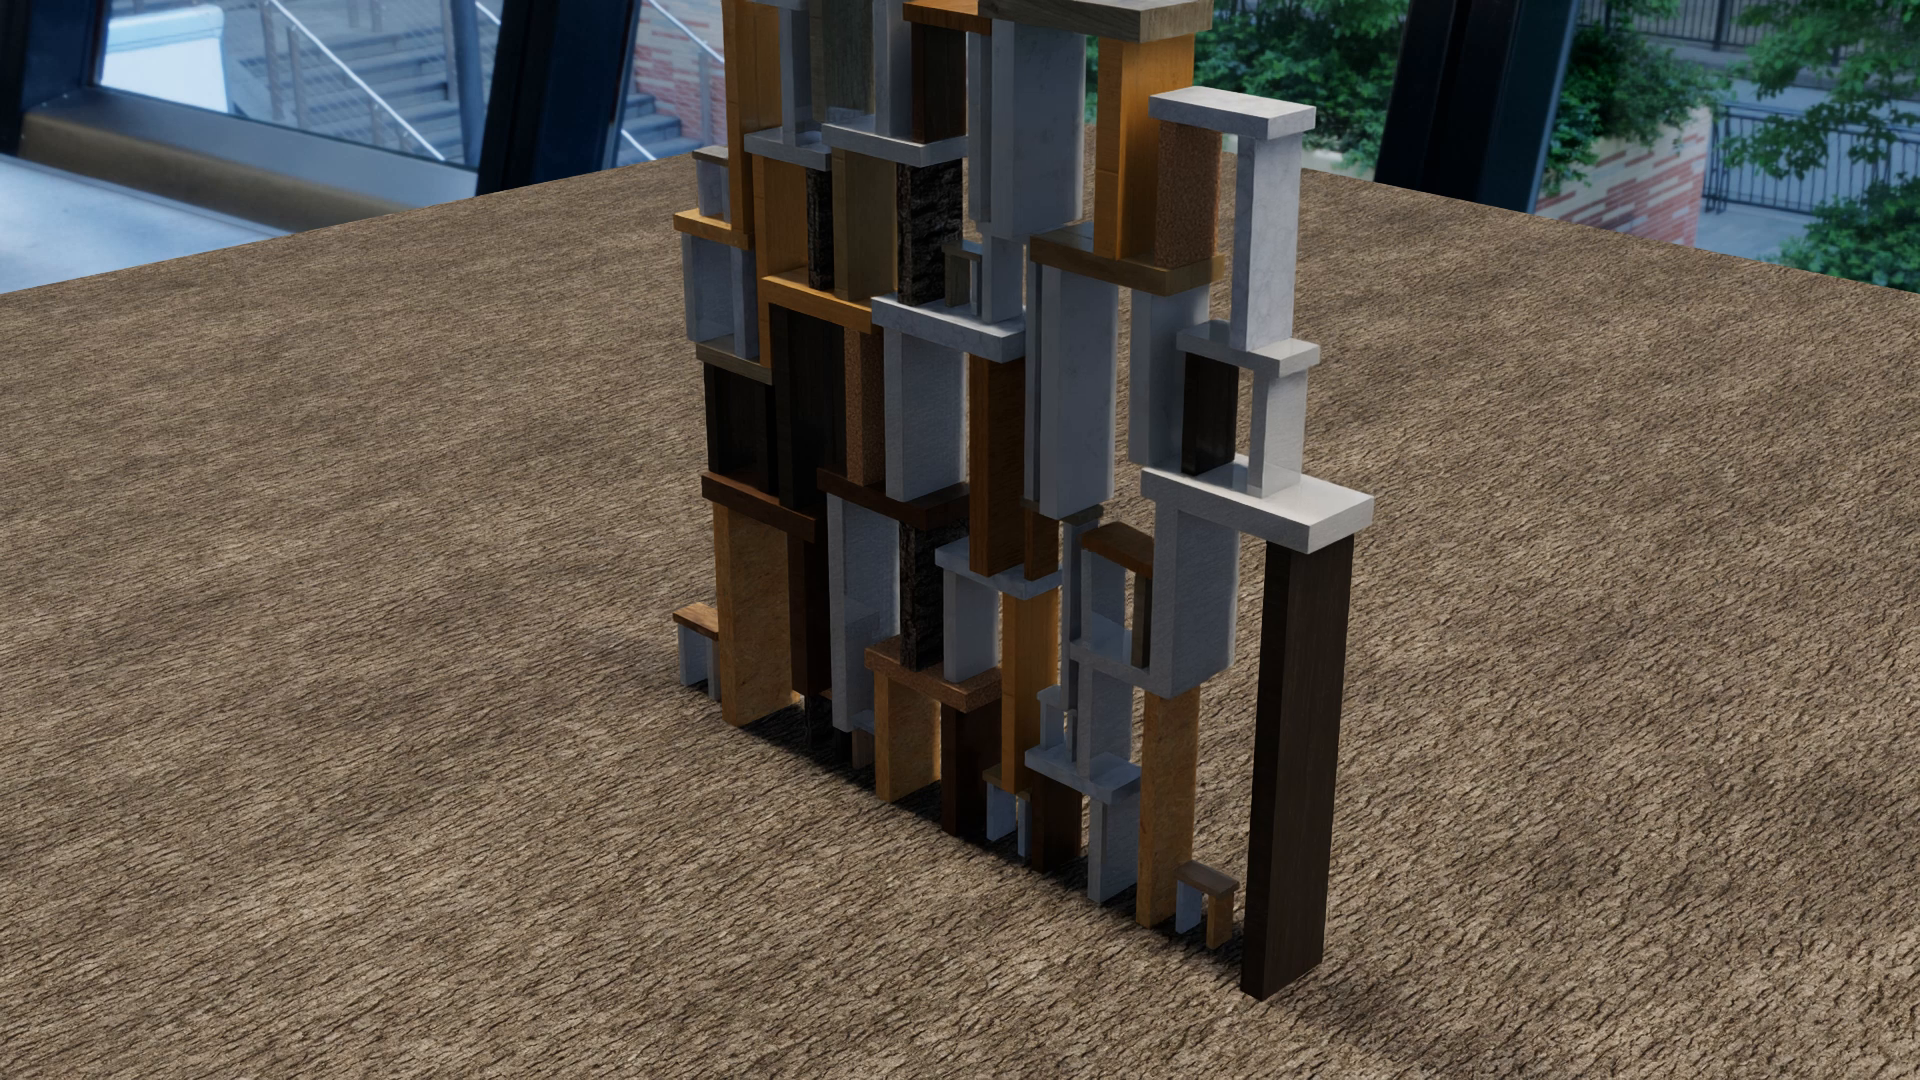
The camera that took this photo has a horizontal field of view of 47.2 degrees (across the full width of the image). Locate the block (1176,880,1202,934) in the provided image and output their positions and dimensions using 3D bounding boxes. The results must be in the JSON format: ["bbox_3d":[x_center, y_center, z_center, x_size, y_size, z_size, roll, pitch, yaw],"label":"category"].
[{"bbox_3d":[0.422,0.666,4.051,0.016,0.110,0.055,21,31,41],"label":"block"}]

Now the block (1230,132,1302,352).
[{"bbox_3d":[0.484,-0.478,3.484,0.120,0.343,0.034,-21,30,-41],"label":"block"}]

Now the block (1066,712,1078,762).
[{"bbox_3d":[0.223,0.364,4.135,0.014,0.101,0.050,21,31,41],"label":"block"}]

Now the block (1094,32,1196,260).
[{"bbox_3d":[0.303,-0.656,3.619,0.179,0.358,0.051,-21,31,-41],"label":"block"}]

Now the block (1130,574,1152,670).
[{"bbox_3d":[0.345,0.132,3.898,0.025,0.178,0.089,22,31,40],"label":"block"}]

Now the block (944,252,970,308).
[{"bbox_3d":[-0.005,-0.480,4.026,0.051,0.102,0.014,-21,31,-40],"label":"block"}]

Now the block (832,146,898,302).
[{"bbox_3d":[-0.178,-0.607,4.154,0.037,0.291,0.132,21,31,41],"label":"block"}]

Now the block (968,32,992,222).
[{"bbox_3d":[0.063,-0.729,3.847,0.106,0.327,0.030,-21,31,-40],"label":"block"}]

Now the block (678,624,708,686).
[{"bbox_3d":[-0.600,0.248,4.981,0.022,0.152,0.076,21,31,41],"label":"block"}]

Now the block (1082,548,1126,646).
[{"bbox_3d":[0.259,0.094,3.978,0.089,0.178,0.025,-17,23,-41],"label":"block"}]

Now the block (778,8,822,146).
[{"bbox_3d":[-0.278,-0.883,4.157,0.128,0.256,0.036,-21,31,-40],"label":"block"}]

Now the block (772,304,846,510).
[{"bbox_3d":[-0.296,-0.282,4.422,0.045,0.427,0.158,21,31,41],"label":"block"}]

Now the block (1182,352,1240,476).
[{"bbox_3d":[0.418,-0.222,3.669,0.106,0.211,0.030,-21,31,-41],"label":"block"}]

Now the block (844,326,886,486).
[{"bbox_3d":[-0.148,-0.276,4.264,0.045,0.315,0.158,21,31,41],"label":"block"}]

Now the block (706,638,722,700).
[{"bbox_3d":[-0.528,0.276,4.915,0.022,0.152,0.076,21,31,41],"label":"block"}]

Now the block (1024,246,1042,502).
[{"bbox_3d":[0.153,-0.302,3.926,0.023,0.473,0.081,21,31,41],"label":"block"}]

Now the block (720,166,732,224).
[{"bbox_3d":[-0.449,-0.698,4.413,0.058,0.116,0.016,-22,33,-39],"label":"block"}]

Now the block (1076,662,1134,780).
[{"bbox_3d":[0.269,0.318,4.073,0.033,0.234,0.117,21,31,41],"label":"block"}]

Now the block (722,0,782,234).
[{"bbox_3d":[-0.397,-0.839,4.310,0.036,0.458,0.128,20,30,39],"label":"block"}]

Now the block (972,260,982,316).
[{"bbox_3d":[0.043,-0.461,3.982,0.051,0.102,0.014,-21,31,-40],"label":"block"}]

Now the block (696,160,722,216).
[{"bbox_3d":[-0.505,-0.720,4.464,0.058,0.116,0.016,-23,33,-39],"label":"block"}]

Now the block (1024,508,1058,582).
[{"bbox_3d":[0.151,-0.001,4.053,0.071,0.141,0.020,-21,31,-40],"label":"block"}]

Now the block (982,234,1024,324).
[{"bbox_3d":[0.076,-0.475,3.937,0.081,0.163,0.023,-21,31,-40],"label":"block"}]

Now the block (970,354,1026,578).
[{"bbox_3d":[0.094,-0.155,4.057,0.170,0.424,0.048,-21,31,-41],"label":"block"}]

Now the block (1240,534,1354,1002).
[{"bbox_3d":[0.574,0.380,3.756,0.049,0.866,0.175,21,31,41],"label":"block"}]

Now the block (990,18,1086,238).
[{"bbox_3d":[0.135,-0.718,3.775,0.179,0.364,0.051,-21,31,-41],"label":"block"}]

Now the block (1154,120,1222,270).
[{"bbox_3d":[0.371,-0.570,3.570,0.034,0.239,0.120,22,31,40],"label":"block"}]

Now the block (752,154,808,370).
[{"bbox_3d":[-0.349,-0.562,4.366,0.034,0.432,0.118,21,31,40],"label":"block"}]

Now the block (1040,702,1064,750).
[{"bbox_3d":[0.175,0.345,4.179,0.050,0.101,0.014,-21,31,-40],"label":"block"}]

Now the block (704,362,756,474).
[{"bbox_3d":[-0.477,-0.270,4.630,0.121,0.242,0.034,-21,31,-41],"label":"block"}]

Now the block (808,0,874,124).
[{"bbox_3d":[-0.217,-0.912,4.074,0.036,0.257,0.129,21,31,41],"label":"block"}]

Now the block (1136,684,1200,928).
[{"bbox_3d":[0.380,0.476,4.020,0.033,0.484,0.117,21,31,40],"label":"block"}]

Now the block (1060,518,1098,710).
[{"bbox_3d":[0.218,0.132,4.038,0.071,0.374,0.020,-22,31,-40],"label":"block"}]

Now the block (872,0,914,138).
[{"bbox_3d":[-0.096,-0.865,3.962,0.129,0.257,0.036,-21,31,-40],"label":"block"}]

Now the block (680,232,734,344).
[{"bbox_3d":[-0.517,-0.535,4.561,0.033,0.231,0.116,20,31,41],"label":"block"}]

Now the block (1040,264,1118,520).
[{"bbox_3d":[0.210,-0.273,3.875,0.043,0.460,0.151,21,31,41],"label":"block"}]

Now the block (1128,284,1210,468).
[{"bbox_3d":[0.352,-0.289,3.712,0.151,0.302,0.043,-21,30,-40],"label":"block"}]

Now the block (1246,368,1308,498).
[{"bbox_3d":[0.517,-0.183,3.576,0.030,0.212,0.106,22,31,41],"label":"block"}]

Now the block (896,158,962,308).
[{"bbox_3d":[-0.055,-0.571,4.034,0.132,0.264,0.037,-21,31,-40],"label":"block"}]

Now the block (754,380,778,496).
[{"bbox_3d":[-0.362,-0.225,4.524,0.121,0.242,0.034,-21,31,-41],"label":"block"}]

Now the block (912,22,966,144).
[{"bbox_3d":[-0.037,-0.821,3.916,0.106,0.212,0.030,-21,31,-40],"label":"block"}]

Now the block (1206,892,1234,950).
[{"bbox_3d":[0.474,0.686,4.004,0.016,0.110,0.055,21,31,41],"label":"block"}]

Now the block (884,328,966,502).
[{"bbox_3d":[-0.065,-0.257,4.188,0.048,0.339,0.170,21,31,41],"label":"block"}]

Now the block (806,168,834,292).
[{"bbox_3d":[-0.238,-0.607,4.225,0.034,0.237,0.118,22,31,40],"label":"block"}]

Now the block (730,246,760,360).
[{"bbox_3d":[-0.406,-0.493,4.460,0.033,0.231,0.116,21,31,40],"label":"block"}]

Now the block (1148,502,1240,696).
[{"bbox_3d":[0.408,0.080,3.803,0.049,0.349,0.175,21,31,41],"label":"block"}]
